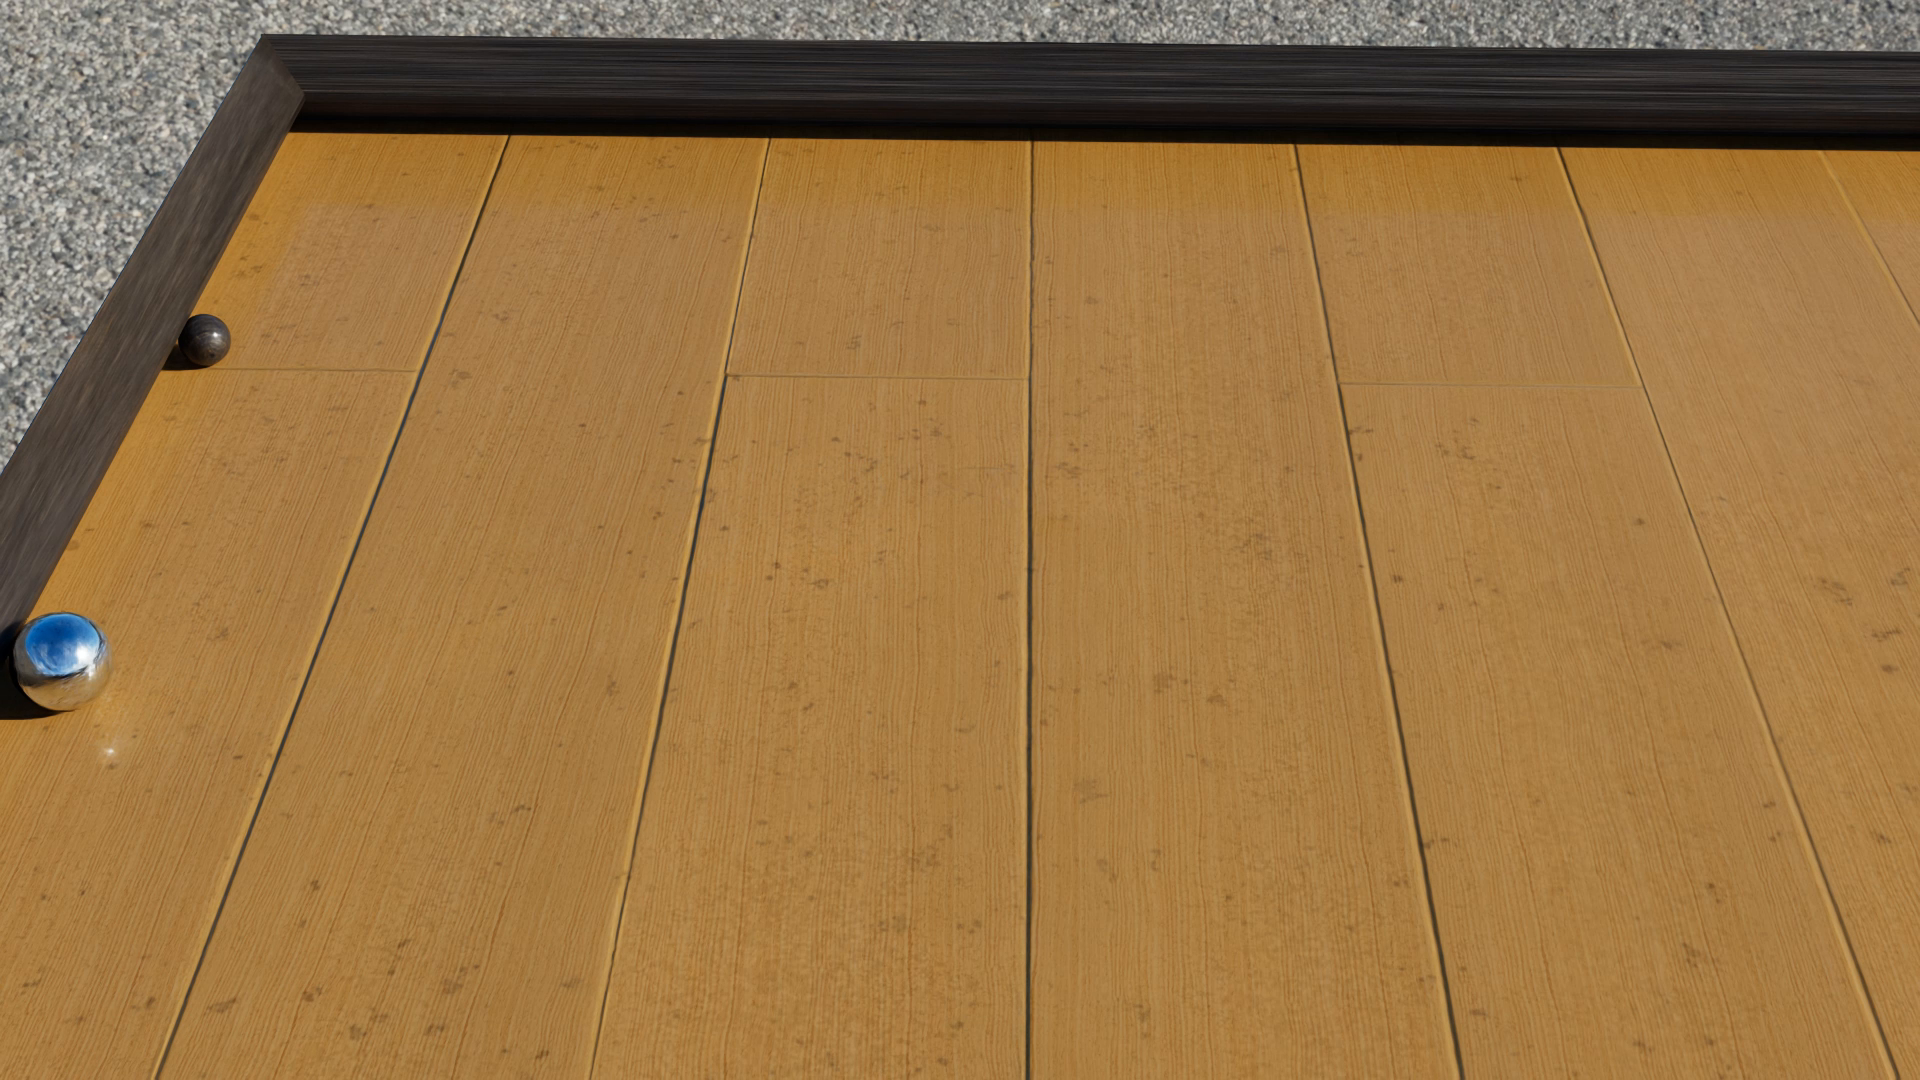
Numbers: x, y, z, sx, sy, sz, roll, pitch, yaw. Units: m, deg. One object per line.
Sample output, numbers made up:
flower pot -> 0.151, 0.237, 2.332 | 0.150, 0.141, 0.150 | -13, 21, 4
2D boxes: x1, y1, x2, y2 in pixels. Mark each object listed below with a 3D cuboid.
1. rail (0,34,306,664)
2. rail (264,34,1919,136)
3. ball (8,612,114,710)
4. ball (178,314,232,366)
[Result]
rail -> -0.659, -0.024, 1.867 | 0.045, 0.088, 1.463 | 1, 35, 1
rail -> 0.701, -0.412, 2.417 | 2.732, 0.088, 0.045 | 1, 35, 1
ball -> -0.608, 0.082, 1.737 | 0.068, 0.068, 0.068 | 0, 35, 0
ball -> -0.620, -0.165, 2.107 | 0.042, 0.042, 0.042 | 0, 35, 0
